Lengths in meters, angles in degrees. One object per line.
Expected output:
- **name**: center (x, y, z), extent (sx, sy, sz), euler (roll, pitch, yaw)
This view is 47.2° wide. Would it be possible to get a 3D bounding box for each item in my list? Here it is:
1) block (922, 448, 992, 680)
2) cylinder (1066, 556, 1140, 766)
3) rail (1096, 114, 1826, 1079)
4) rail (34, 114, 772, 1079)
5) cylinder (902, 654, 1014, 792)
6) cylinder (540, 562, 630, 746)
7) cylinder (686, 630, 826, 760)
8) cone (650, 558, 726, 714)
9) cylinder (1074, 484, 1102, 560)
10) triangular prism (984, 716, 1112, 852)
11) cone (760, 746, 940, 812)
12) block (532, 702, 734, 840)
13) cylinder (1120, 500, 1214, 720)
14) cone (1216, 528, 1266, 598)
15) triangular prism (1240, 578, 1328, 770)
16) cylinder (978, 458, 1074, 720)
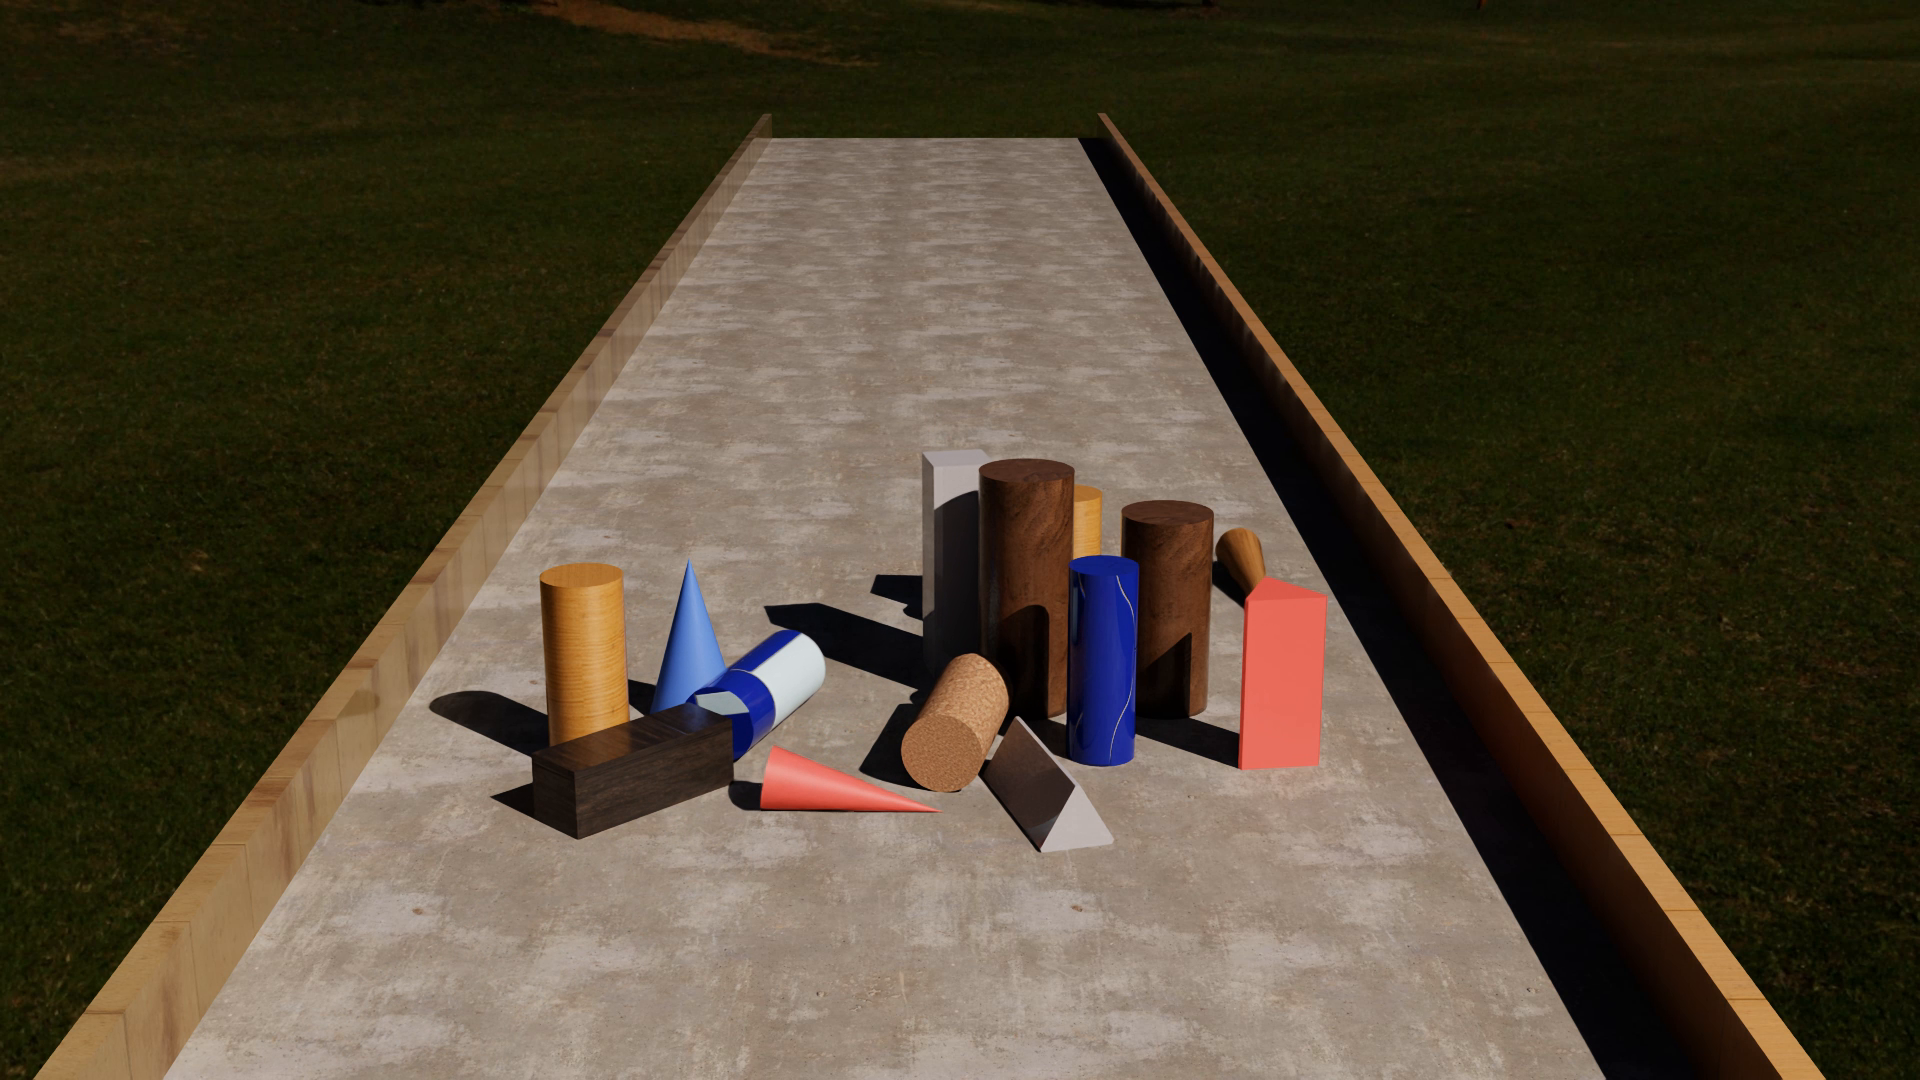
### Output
- **block**: center (-0.004, 0.047, 4.312), extent (0.119, 0.430, 0.119), euler (-3, 17, -12)
- **cylinder**: center (0.251, 0.214, 3.889), extent (0.123, 0.353, 0.123), euler (0, 17, 0)
- **rail**: center (0.932, -0.844, 7.801), extent (0.050, 0.150, 12.000), euler (0, 17, -1)
- **rail**: center (-1.118, -0.838, 7.780), extent (0.050, 0.150, 12.000), euler (0, 17, -1)
- **cylinder**: center (-0.001, 0.320, 3.902), extent (0.142, 0.142, 0.319), euler (3, 17, 10)
- **cylinder**: center (-0.658, 0.225, 3.868), extent (0.144, 0.343, 0.144), euler (0, 17, 0)
- **cylinder**: center (-0.374, 0.282, 4.033), extent (0.141, 0.141, 0.329), euler (6, 17, 18)
- **cone**: center (-0.498, 0.179, 4.086), extent (0.171, 0.307, 0.171), euler (0, 17, 0)
- **cylinder**: center (0.216, 0.067, 4.414), extent (0.134, 0.335, 0.134), euler (0, 17, 0)
- **triangular prism**: center (0.144, 0.400, 3.682), extent (0.124, 0.107, 0.319), euler (-5, 17, -16)
- **cone**: center (-0.175, 0.428, 3.695), extent (0.303, 0.107, 0.107), euler (11, 17, 2)
- **block**: center (-0.549, 0.386, 3.719), extent (0.119, 0.119, 0.331), euler (16, 23, 42)
- **cylinder**: center (0.385, 0.130, 4.128), extent (0.172, 0.378, 0.172), euler (0, 17, 0)
- **cone**: center (0.644, 0.110, 4.765), extent (0.103, 0.103, 0.459), euler (-1, 23, -3)
- **triangular prism**: center (0.554, 0.233, 3.895), extent (0.144, 0.313, 0.125), euler (-2, 17, -8)
- **cylinder**: center (0.123, 0.092, 4.114), extent (0.178, 0.459, 0.178), euler (0, 17, 0)
